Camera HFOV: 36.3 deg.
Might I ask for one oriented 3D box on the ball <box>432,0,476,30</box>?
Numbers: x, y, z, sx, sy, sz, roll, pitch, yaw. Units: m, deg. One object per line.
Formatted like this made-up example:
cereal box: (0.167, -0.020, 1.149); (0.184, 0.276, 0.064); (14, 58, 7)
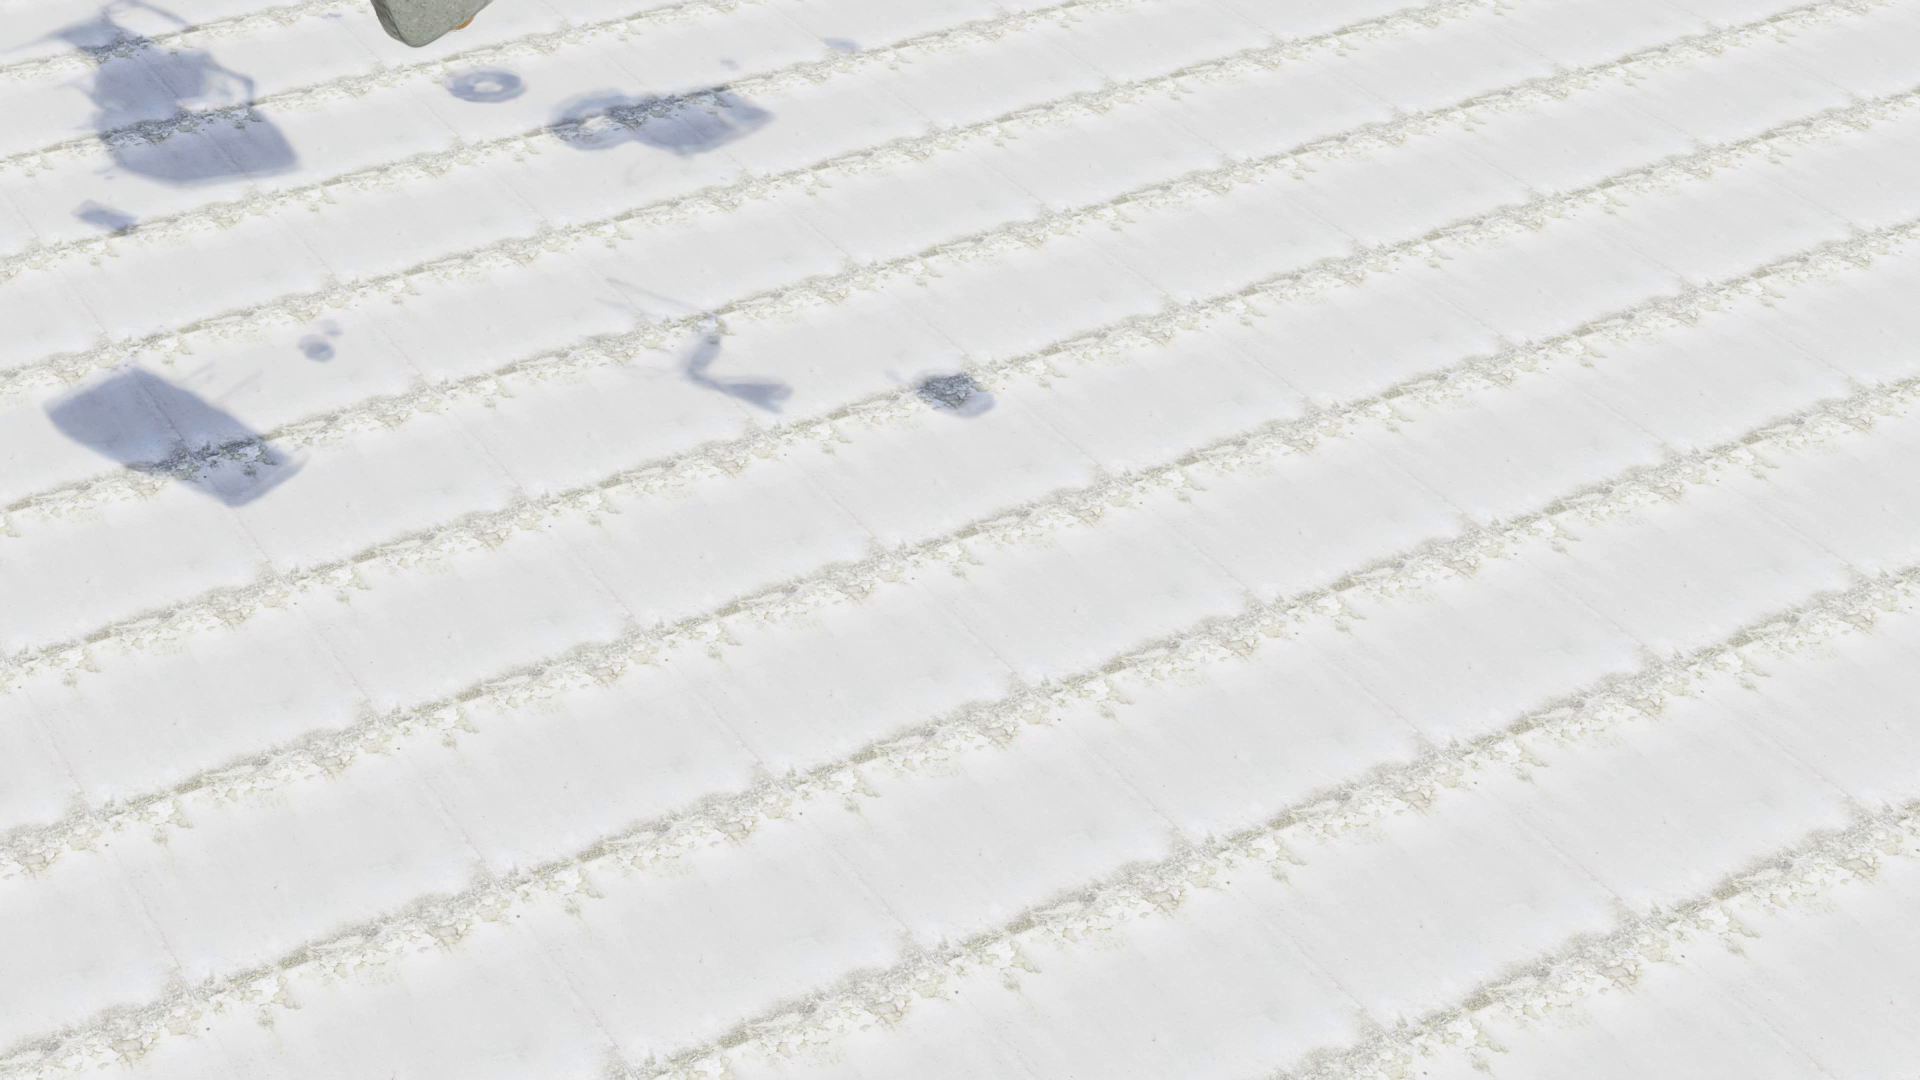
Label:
ball: (-1.615, -1.696, 9.358); (0.136, 0.136, 0.136); (0, 33, 0)
